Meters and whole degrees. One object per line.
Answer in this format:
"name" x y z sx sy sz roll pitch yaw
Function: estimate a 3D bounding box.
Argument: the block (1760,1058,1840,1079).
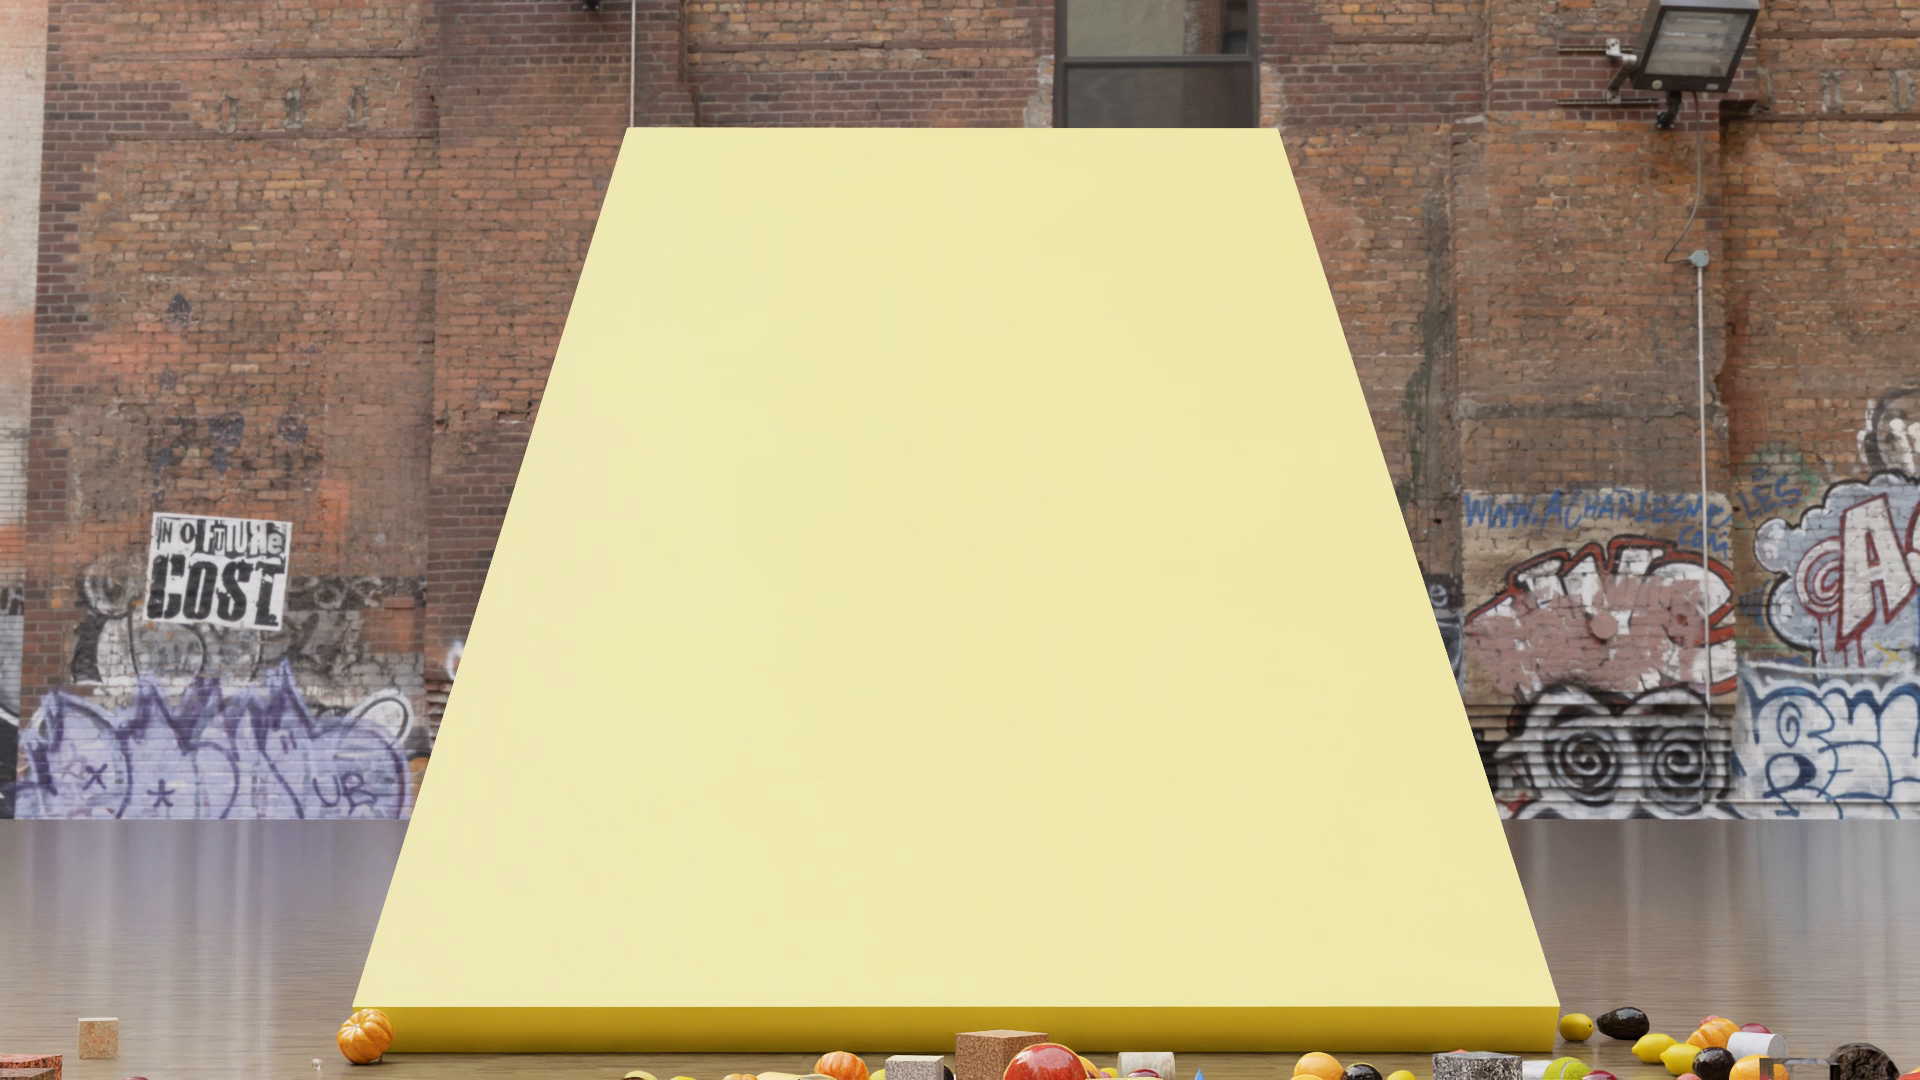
"block" 1.078 0.710 3.111 0.082 0.082 0.082 -1 -6 5

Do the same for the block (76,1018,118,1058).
"block" -1.421 0.820 3.998 0.060 0.060 0.060 3 -7 -22

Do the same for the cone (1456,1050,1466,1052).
"cone" 0.739 0.796 3.617 0.052 0.052 0.052 -27 8 -29

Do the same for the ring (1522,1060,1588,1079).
"ring" 0.841 0.773 3.488 0.121 0.040 0.121 -1 -7 0

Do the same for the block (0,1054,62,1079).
"block" -1.185 0.691 3.008 0.096 0.096 0.096 -1 -6 9

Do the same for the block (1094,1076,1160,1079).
"block" 0.202 0.675 2.825 0.086 0.086 0.086 2 -7 -20

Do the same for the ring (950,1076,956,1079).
"ring" 0.022 0.777 3.465 0.081 0.027 0.081 -1 -6 0

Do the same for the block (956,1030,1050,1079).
"block" 0.059 0.735 3.379 0.092 0.092 0.092 -6 -9 44

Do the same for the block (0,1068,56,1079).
"block" -1.117 0.669 2.820 0.098 0.098 0.098 1 -6 -5

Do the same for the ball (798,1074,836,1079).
"ball" -0.170 0.677 2.863 0.092 0.092 0.092 0 -6 0

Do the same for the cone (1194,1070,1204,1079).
"cone" 0.322 0.738 3.253 0.057 0.057 0.057 0 -6 0

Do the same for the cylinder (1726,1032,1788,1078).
"cylinder" 1.210 0.781 3.680 0.066 0.066 0.066 6 -9 -43

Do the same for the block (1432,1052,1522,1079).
"block" 0.678 0.717 3.176 0.082 0.082 0.082 3 -7 -24

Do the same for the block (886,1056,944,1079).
"block" -0.061 0.735 3.275 0.069 0.069 0.069 -1 -6 8

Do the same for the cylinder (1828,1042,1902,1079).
"cylinder" 1.196 0.716 3.214 0.092 0.092 0.092 -2 -7 16

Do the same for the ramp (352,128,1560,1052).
"ramp" -0.014 -0.204 5.762 2.000 0.100 4.000 0 31 0

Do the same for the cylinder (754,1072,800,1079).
"cylinder" -0.212 0.698 2.987 0.078 0.078 0.078 6 -9 -41
